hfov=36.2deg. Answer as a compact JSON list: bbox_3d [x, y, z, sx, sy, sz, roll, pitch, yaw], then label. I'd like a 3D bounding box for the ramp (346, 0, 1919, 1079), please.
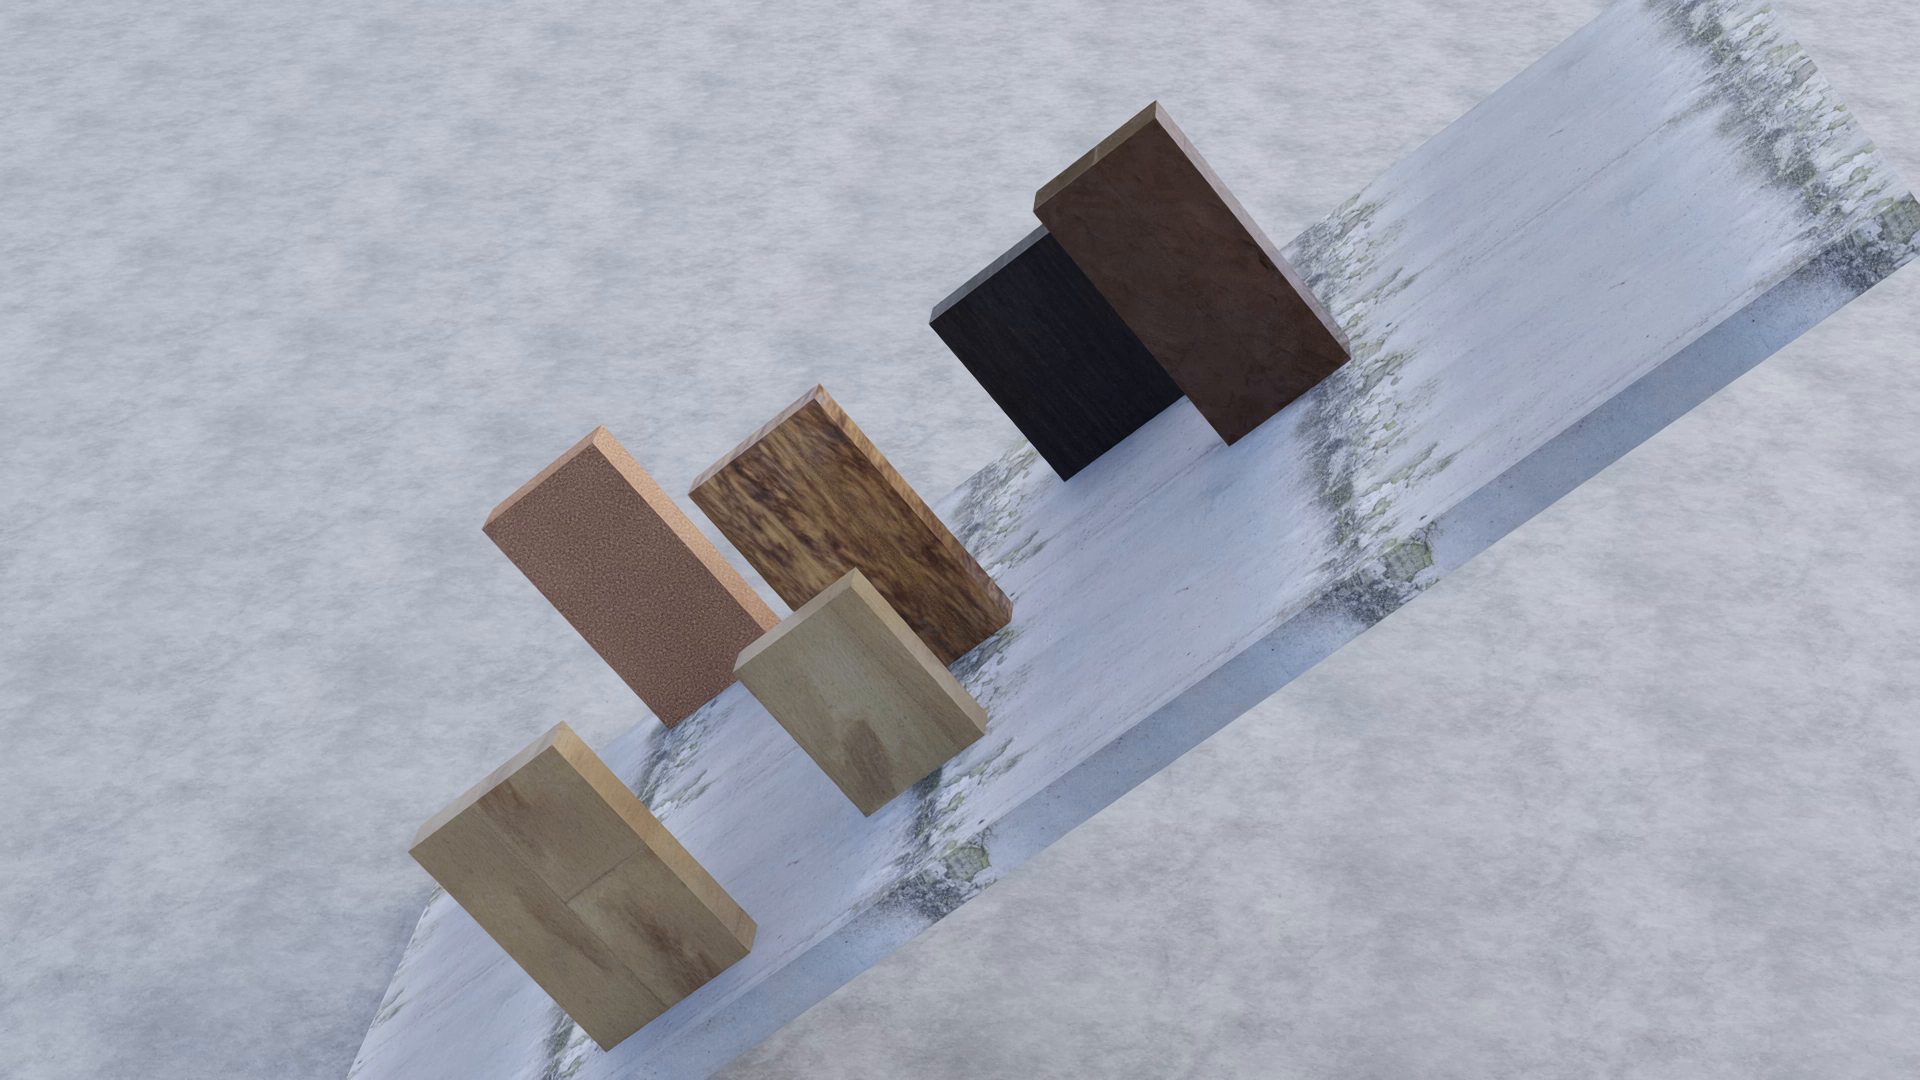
[{"bbox_3d":[0.119,0.186,6.343,4.000,0.100,2.000,-36,16,18],"label":"ramp"}]

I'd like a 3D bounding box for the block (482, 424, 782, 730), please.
[{"bbox_3d":[-0.802,0.096,7.284,0.372,0.695,0.124,-36,16,18],"label":"block"}]

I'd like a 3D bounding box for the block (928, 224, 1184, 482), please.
[{"bbox_3d":[0.246,-0.445,6.651,0.409,0.487,0.110,-36,16,18],"label":"block"}]

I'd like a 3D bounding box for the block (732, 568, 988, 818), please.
[{"bbox_3d":[-0.196,0.304,5.824,0.307,0.408,0.090,-36,16,18],"label":"block"}]

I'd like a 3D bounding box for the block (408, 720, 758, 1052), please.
[{"bbox_3d":[-0.736,0.684,5.769,0.386,0.575,0.103,-36,16,18],"label":"block"}]

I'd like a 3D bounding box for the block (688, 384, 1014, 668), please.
[{"bbox_3d":[-0.228,0.021,6.229,0.353,0.641,0.088,-36,16,18],"label":"block"}]

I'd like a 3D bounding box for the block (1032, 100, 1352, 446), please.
[{"bbox_3d":[0.480,-0.545,6.060,0.315,0.651,0.135,-36,16,18],"label":"block"}]
